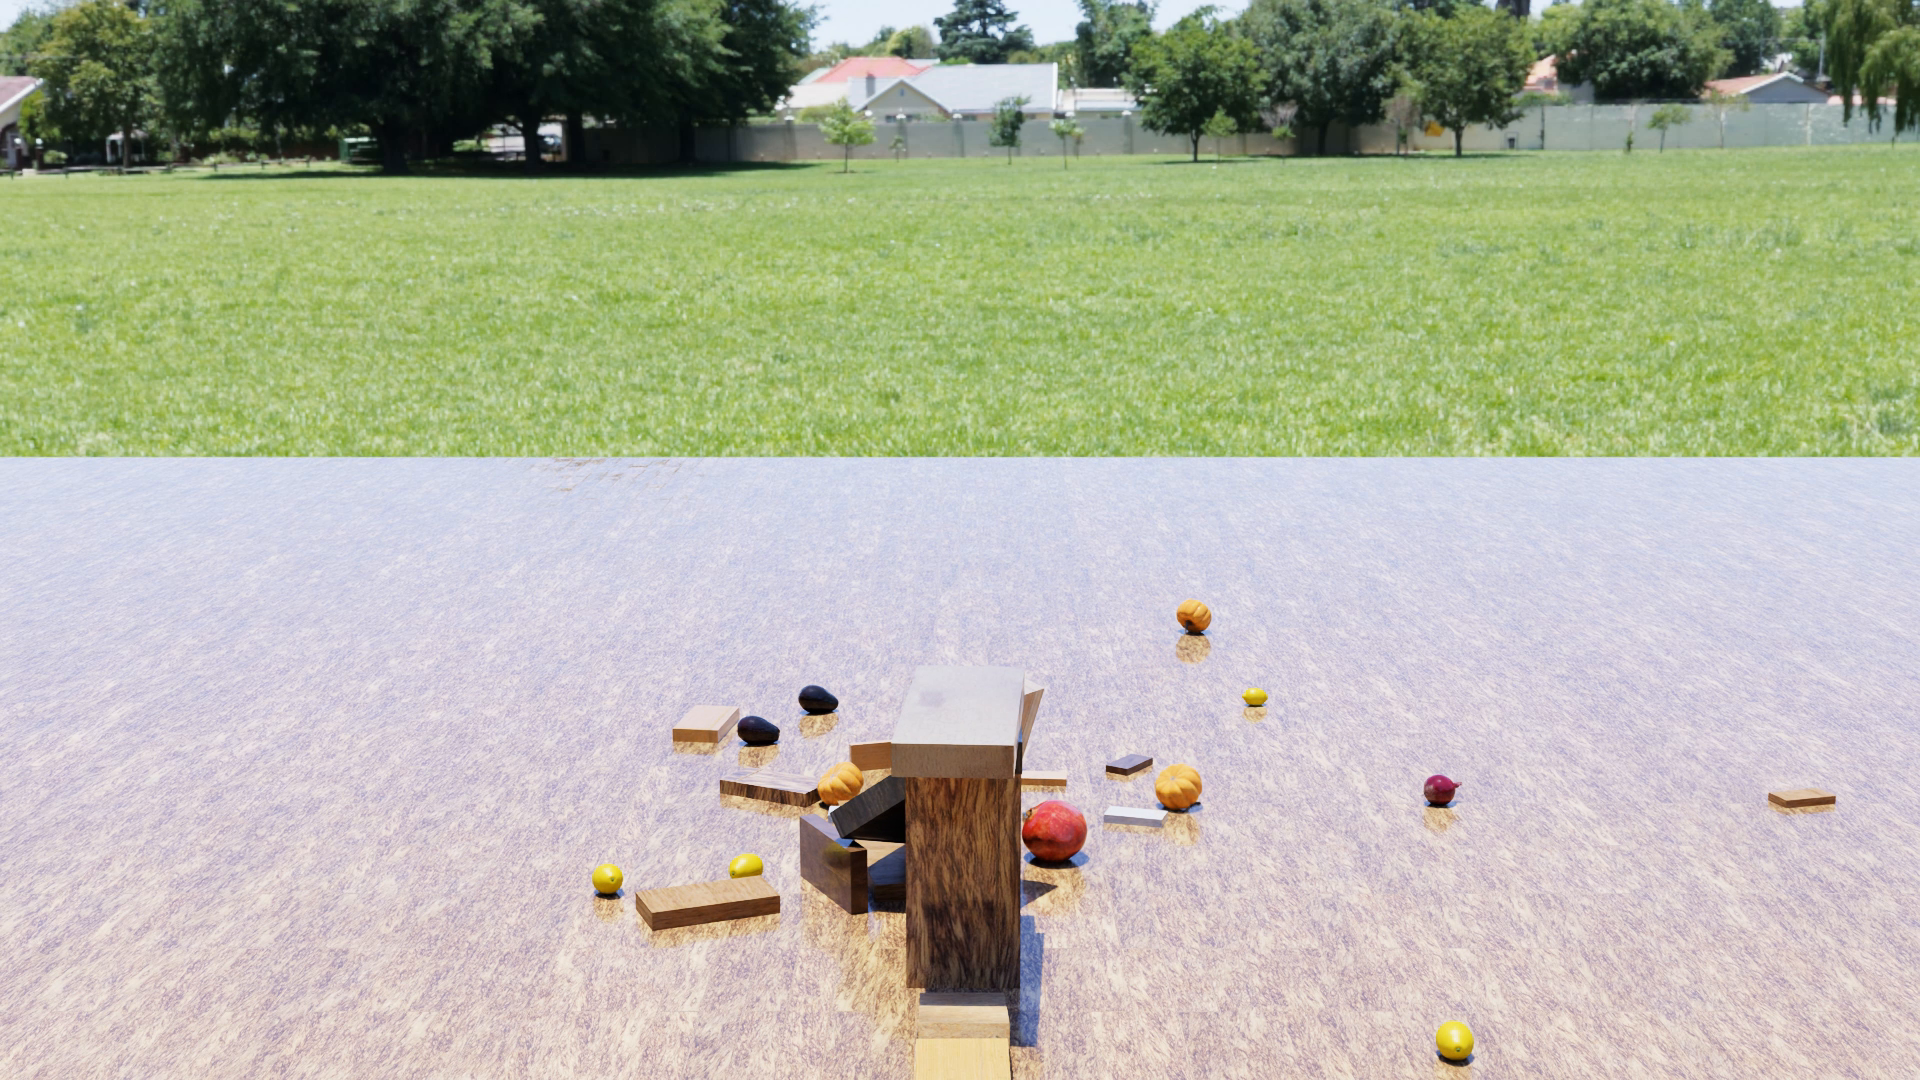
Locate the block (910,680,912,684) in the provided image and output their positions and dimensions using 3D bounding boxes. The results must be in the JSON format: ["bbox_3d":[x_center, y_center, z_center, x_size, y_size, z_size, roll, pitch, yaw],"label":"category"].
[{"bbox_3d":[0.011,0.291,4.349,0.193,0.027,0.097,3,8,23],"label":"block"}]

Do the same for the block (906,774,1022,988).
[{"bbox_3d":[0.005,0.494,3.257,0.169,0.338,0.048,0,11,0],"label":"block"}]

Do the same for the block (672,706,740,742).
[{"bbox_3d":[-0.538,0.390,4.671,0.097,0.027,0.193,1,11,8],"label":"block"}]

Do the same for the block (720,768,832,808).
[{"bbox_3d":[-0.353,0.474,4.220,0.194,0.027,0.097,6,12,28],"label":"block"}]

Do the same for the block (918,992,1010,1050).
[{"bbox_3d":[0.004,0.663,3.038,0.121,0.034,0.242,0,-2,-1],"label":"block"}]

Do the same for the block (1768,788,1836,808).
[{"bbox_3d":[1.596,0.489,4.170,0.109,0.015,0.054,-3,11,-16],"label":"block"}]

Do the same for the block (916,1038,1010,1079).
[{"bbox_3d":[0.004,0.700,2.798,0.121,0.034,0.242,0,11,-1],"label":"block"}]

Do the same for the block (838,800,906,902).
[{"bbox_3d":[-0.131,0.539,3.861,0.107,0.030,0.471,-2,11,-10],"label":"block"}]

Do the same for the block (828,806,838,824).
[{"bbox_3d":[-0.183,0.496,3.969,0.108,0.015,0.054,0,11,1],"label":"block"}]

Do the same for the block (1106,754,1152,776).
[{"bbox_3d":[0.338,0.449,4.392,0.050,0.014,0.100,7,13,35],"label":"block"}]

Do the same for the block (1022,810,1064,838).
[{"bbox_3d":[0.151,0.519,4.010,0.054,0.015,0.108,-2,11,-10],"label":"block"}]

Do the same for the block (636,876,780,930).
[{"bbox_3d":[-0.411,0.591,3.583,0.213,0.030,0.107,-4,11,-22],"label":"block"}]

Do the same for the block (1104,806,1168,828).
[{"bbox_3d":[0.324,0.510,4.055,0.109,0.015,0.054,3,11,17],"label":"block"}]

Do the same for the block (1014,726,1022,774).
[{"bbox_3d":[0.006,0.283,3.335,0.169,0.048,0.338,0,11,0],"label":"block"}]

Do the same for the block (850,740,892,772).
[{"bbox_3d":[-0.167,0.429,4.386,0.109,0.054,0.015,-3,11,-18],"label":"block"}]

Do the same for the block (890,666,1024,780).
[{"bbox_3d":[0.003,0.260,3.202,0.167,0.047,0.444,1,11,4],"label":"block"}]

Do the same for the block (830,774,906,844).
[{"bbox_3d":[-0.064,0.448,3.705,0.167,0.047,0.334,-33,-22,17],"label":"block"}]

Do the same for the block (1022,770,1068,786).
[{"bbox_3d":[0.159,0.466,4.298,0.100,0.014,0.050,1,11,5],"label":"block"}]

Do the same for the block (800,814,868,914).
[{"bbox_3d":[-0.211,0.538,3.659,0.030,0.107,0.213,-6,12,-26],"label":"block"}]

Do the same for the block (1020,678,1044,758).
[{"bbox_3d":[0.032,0.399,3.634,0.047,0.334,0.167,26,19,28],"label":"block"}]
